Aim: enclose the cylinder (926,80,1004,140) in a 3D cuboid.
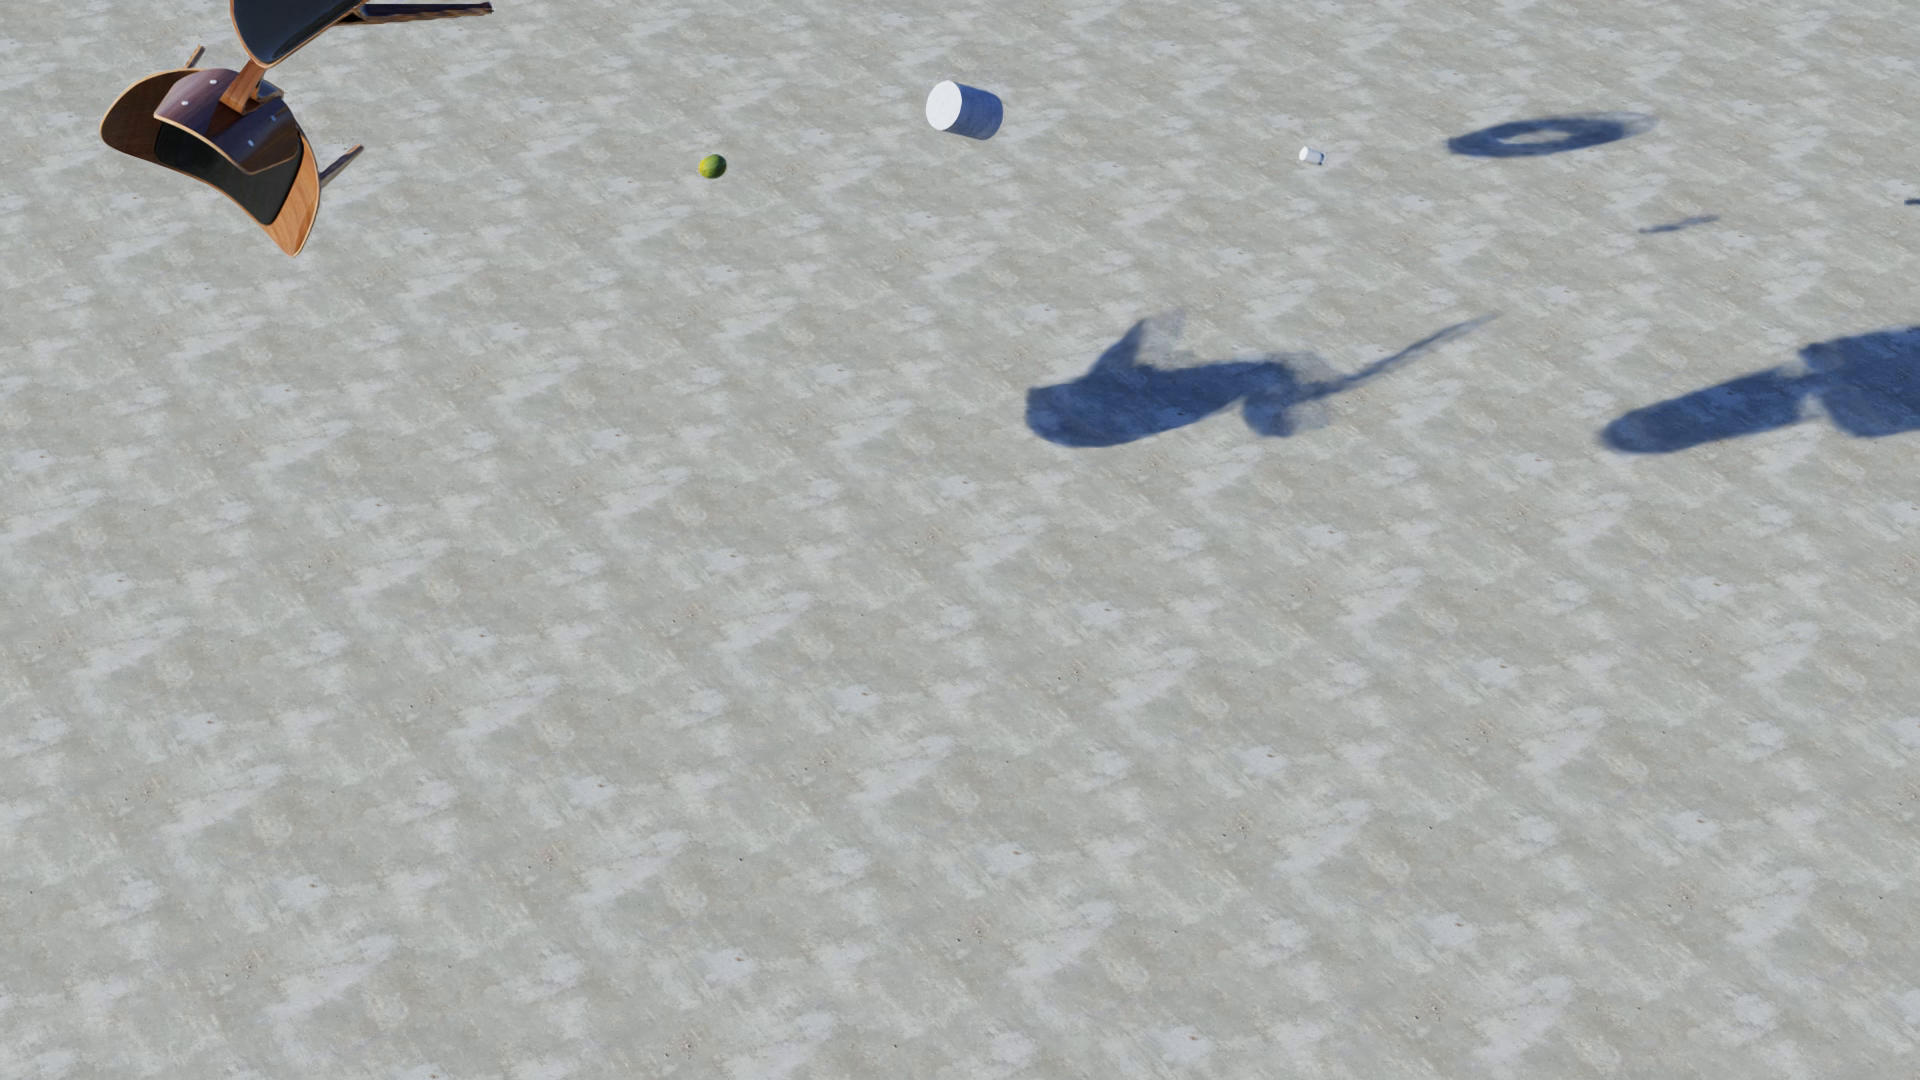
[{"bbox_3d":[0.013,-1.187,8.109,0.136,0.136,0.166,-10,-11,43],"label":"cylinder"}]
